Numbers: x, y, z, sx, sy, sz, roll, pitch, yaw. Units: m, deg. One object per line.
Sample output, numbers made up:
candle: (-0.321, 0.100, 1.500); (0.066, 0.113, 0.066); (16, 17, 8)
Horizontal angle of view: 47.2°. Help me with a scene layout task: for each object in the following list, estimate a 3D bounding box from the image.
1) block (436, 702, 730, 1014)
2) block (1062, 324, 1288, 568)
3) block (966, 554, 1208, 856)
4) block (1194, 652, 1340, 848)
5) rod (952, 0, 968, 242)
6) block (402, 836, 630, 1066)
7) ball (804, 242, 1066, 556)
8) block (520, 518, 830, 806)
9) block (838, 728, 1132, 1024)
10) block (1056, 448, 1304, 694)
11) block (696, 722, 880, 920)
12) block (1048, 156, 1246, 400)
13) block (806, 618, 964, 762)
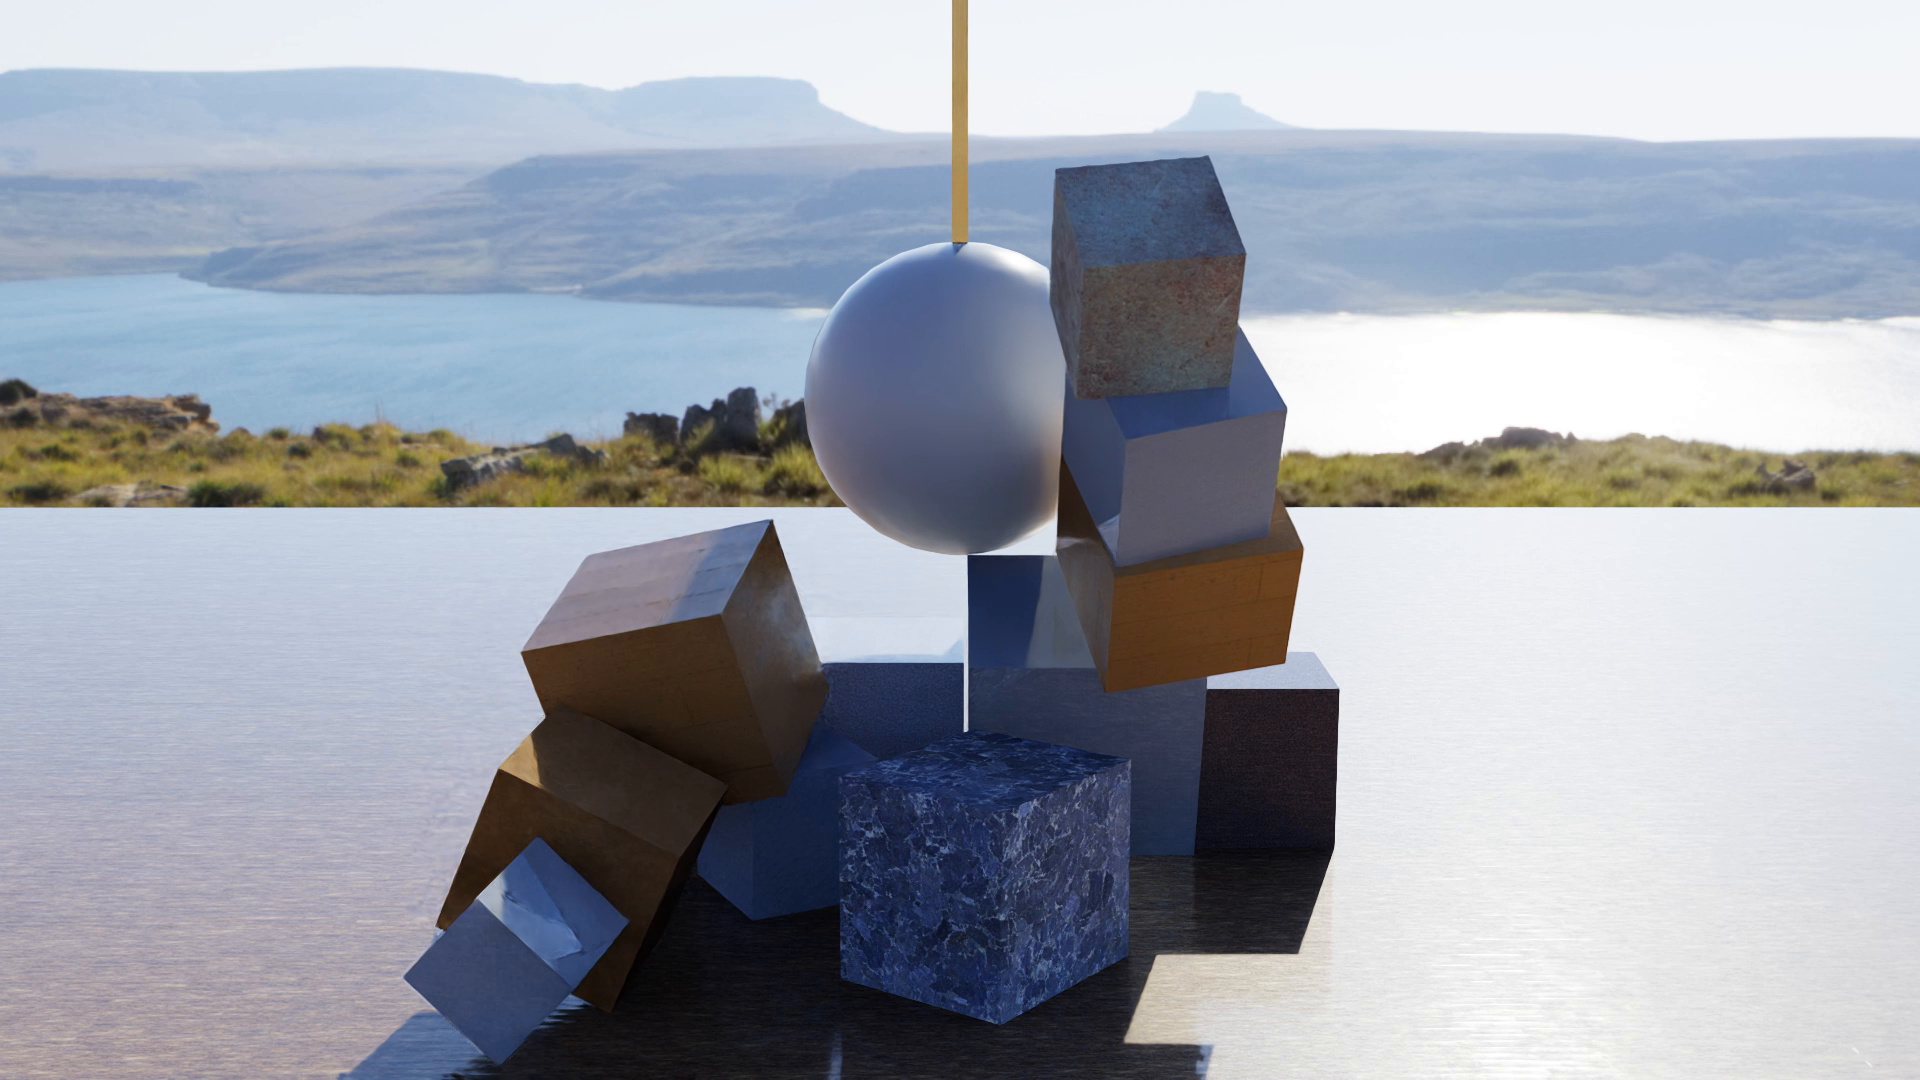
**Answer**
block: (-1.559, 1.307, 9.144); (0.803, 0.804, 0.691); (26, 21, 2)
block: (0.930, -0.484, 9.771); (0.724, 0.776, 0.778); (-11, 47, -11)
block: (0.600, 0.823, 11.072); (1.124, 1.133, 1.011); (0, 31, -1)
block: (1.525, 1.070, 11.384); (0.719, 0.821, 0.803); (0, 10, 0)
rod: (0.000, -4.044, 10.534); (0.080, 5.200, 0.080); (0, 12, 0)
block: (-1.698, 1.572, 8.462); (0.493, 0.474, 0.594); (43, 19, -2)
ball: (0.000, -0.721, 11.254); (1.600, 1.600, 1.600); (0, 10, 0)
block: (-1.265, 0.597, 10.020); (0.941, 0.913, 0.971); (-11, 23, 14)
block: (0.114, 1.401, 9.383); (0.834, 0.887, 0.957); (8, 13, 36)
block: (1.005, 0.047, 10.343); (0.878, 0.782, 0.940); (-9, 46, -9)
block: (-0.819, 1.310, 10.378); (0.638, 0.679, 0.659); (-6, 14, -29)
block: (0.777, -1.113, 9.342); (0.667, 0.715, 0.672); (-6, 46, -6)
block: (-0.532, 0.993, 11.345); (1.103, 0.987, 1.028); (0, 10, 0)
